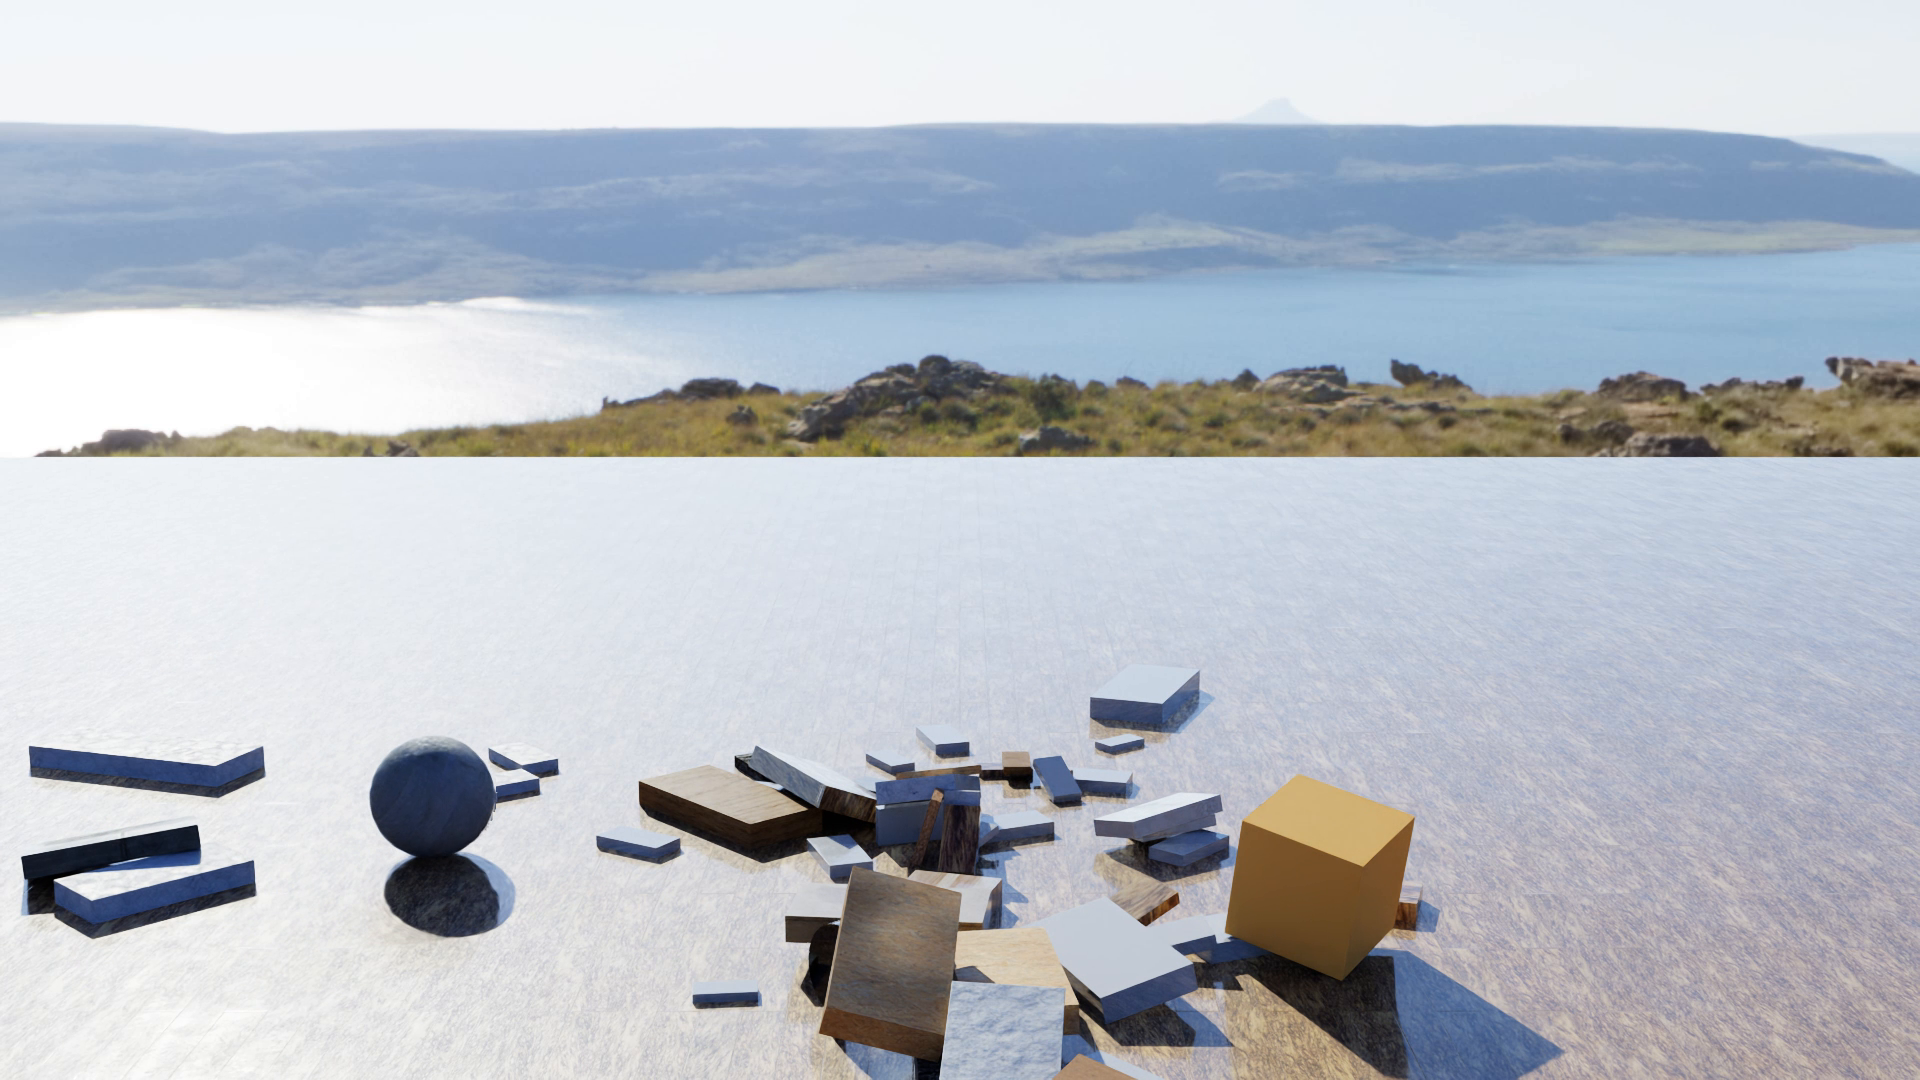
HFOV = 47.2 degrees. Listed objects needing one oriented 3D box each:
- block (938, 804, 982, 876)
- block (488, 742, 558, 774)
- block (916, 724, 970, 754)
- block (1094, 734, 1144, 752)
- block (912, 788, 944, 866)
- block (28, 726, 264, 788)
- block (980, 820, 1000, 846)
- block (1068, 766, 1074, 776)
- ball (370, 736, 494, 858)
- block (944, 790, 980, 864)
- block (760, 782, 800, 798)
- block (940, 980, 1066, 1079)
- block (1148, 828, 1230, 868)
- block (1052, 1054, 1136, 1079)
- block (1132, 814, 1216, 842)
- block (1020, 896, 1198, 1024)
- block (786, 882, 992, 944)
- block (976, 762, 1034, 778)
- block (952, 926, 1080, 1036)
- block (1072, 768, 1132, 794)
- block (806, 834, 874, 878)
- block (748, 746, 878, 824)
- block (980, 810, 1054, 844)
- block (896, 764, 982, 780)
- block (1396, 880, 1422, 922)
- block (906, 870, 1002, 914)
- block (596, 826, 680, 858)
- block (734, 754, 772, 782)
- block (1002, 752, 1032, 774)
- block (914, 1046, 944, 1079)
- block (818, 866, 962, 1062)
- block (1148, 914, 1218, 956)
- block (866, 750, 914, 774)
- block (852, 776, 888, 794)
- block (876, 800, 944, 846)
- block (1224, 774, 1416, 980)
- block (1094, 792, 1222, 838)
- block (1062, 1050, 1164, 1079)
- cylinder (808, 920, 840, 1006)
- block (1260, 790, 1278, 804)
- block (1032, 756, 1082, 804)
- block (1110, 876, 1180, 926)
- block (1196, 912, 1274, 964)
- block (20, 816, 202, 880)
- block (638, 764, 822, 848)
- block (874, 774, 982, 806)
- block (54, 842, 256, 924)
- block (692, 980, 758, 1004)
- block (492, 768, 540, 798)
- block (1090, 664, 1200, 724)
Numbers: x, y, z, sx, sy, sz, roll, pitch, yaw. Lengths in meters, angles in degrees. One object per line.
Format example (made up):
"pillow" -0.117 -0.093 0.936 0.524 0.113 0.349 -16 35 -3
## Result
"block" 0.000 0.516 3.779 0.062 0.123 0.017 2 -30 9
"block" -0.878 0.439 4.422 0.078 0.022 0.157 -8 13 -36
"block" -0.037 0.413 4.567 0.072 0.021 0.145 -3 11 -17
"block" 0.330 0.420 4.548 0.095 0.014 0.048 -8 13 -38
"block" -0.055 0.498 3.822 0.017 0.123 0.062 18 14 3
"block" -1.628 0.432 4.402 0.445 0.043 0.151 4 11 18
"block" 0.018 0.529 3.886 0.050 0.014 0.101 9 29 41
"block" 0.182 0.445 4.295 0.048 0.014 0.095 -3 11 -16
"ball" -0.922 0.449 3.845 0.214 0.214 0.214 0 11 0
"block" 0.002 0.498 3.825 0.062 0.123 0.017 2 -1 8
"block" -0.357 0.481 4.209 0.115 0.016 0.058 3 11 16
"block" 0.053 0.682 2.817 0.152 0.043 0.304 3 27 4
"block" 0.404 0.541 3.877 0.072 0.021 0.145 9 14 39
"block" 0.251 0.721 2.690 0.292 0.032 0.112 20 18 22
"block" 0.379 0.513 3.950 0.145 0.021 0.072 -10 3 -19
"block" 0.218 0.624 3.285 0.150 0.042 0.300 -17 16 -18
"block" -0.108 0.578 3.386 0.300 0.042 0.150 1 11 6
"block" 0.089 0.454 4.358 0.107 0.015 0.054 -1 11 -4
"block" 0.068 0.626 3.121 0.152 0.043 0.304 -2 10 -7
"block" 0.254 0.466 4.275 0.154 0.022 0.077 3 11 14
"block" -0.209 0.550 3.827 0.077 0.022 0.154 -4 11 -18
"block" -0.262 0.458 4.110 0.151 0.043 0.302 20 -1 -32
"block" 0.085 0.520 3.986 0.154 0.022 0.077 -5 12 -24
"block" -0.043 0.442 4.165 0.058 0.016 0.317 -4 -6 -21
"block" 0.648 0.584 3.617 0.213 0.030 0.107 3 11 16
"block" -0.045 0.600 3.500 0.150 0.042 0.300 3 11 16
"block" -0.571 0.536 3.907 0.136 0.019 0.068 6 12 31
"block" -0.372 0.454 4.340 0.078 0.022 0.189 -6 12 -28
"block" 0.112 0.441 4.349 0.054 0.015 0.107 0 11 -1
"block" 0.014 0.694 2.992 0.152 0.043 0.304 -1 11 -3
"block" -0.091 0.579 3.030 0.162 0.046 0.324 14 26 -3
"block" 0.308 0.617 3.367 0.156 0.022 0.078 -13 15 -5
"block" -0.140 0.444 4.413 0.054 0.015 0.107 -6 12 -30
"block" -0.149 0.480 4.207 0.136 0.019 0.068 8 13 36
"block" -0.083 0.506 3.937 0.136 0.068 0.019 -3 11 -18
"block" 0.553 0.514 3.379 0.198 0.198 0.198 19 26 29
"block" 0.355 0.492 3.934 0.213 0.030 0.107 -11 3 -37
"block" 0.212 0.720 2.909 0.078 0.022 0.156 -9 14 -40
"cylinder" -0.117 0.608 3.175 0.145 0.145 0.145 -9 14 -41
"block" 0.606 0.494 4.144 0.050 0.014 0.101 6 12 28
"block" 0.186 0.458 4.213 0.058 0.016 0.115 -5 34 -19
"block" 0.266 0.590 3.485 0.156 0.022 0.078 -27 30 -35
"block" 0.464 0.615 3.450 0.224 0.032 0.112 -5 11 -23
"block" -1.456 0.526 3.777 0.282 0.040 0.141 -9 3 -21
"block" -0.428 0.491 4.076 0.162 0.046 0.355 -9 14 -41
"block" -0.055 0.455 3.995 0.141 0.040 0.296 -7 -8 8
"block" -1.342 0.569 3.670 0.141 0.040 0.282 10 15 43
"block" -0.345 0.664 3.234 0.095 0.014 0.048 -1 11 -6
"block" -0.899 0.473 4.236 0.157 0.022 0.078 -8 13 -36
"block" 0.414 0.340 4.890 0.162 0.046 0.324 4 11 20
